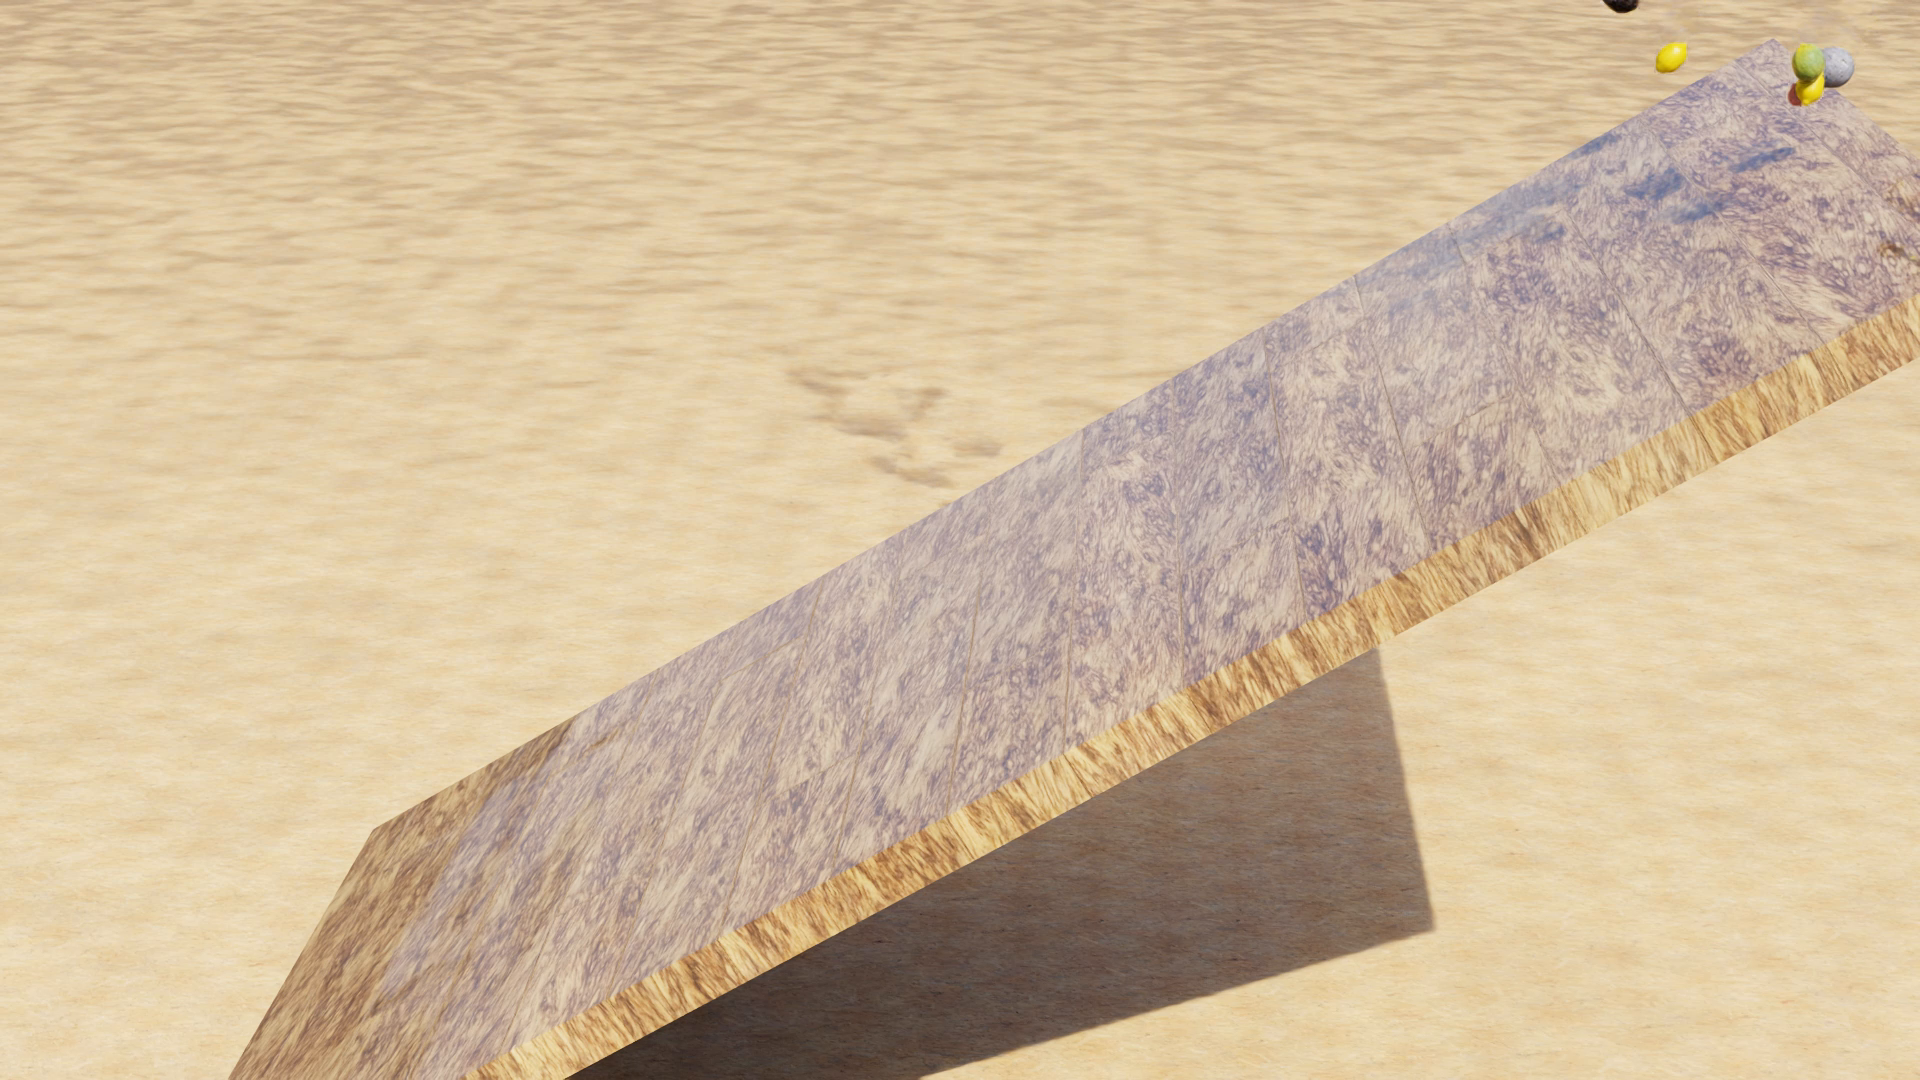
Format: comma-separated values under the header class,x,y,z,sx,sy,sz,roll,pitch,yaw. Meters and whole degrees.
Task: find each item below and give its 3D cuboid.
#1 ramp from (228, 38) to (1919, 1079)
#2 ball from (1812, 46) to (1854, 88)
class,x,y,z,sx,sy,sz,roll,pitch,yaw
ramp,0.141,0.169,6.289,4.000,0.100,2.000,-29,15,13
ball,1.714,-0.928,5.776,0.081,0.081,0.081,0,19,0
